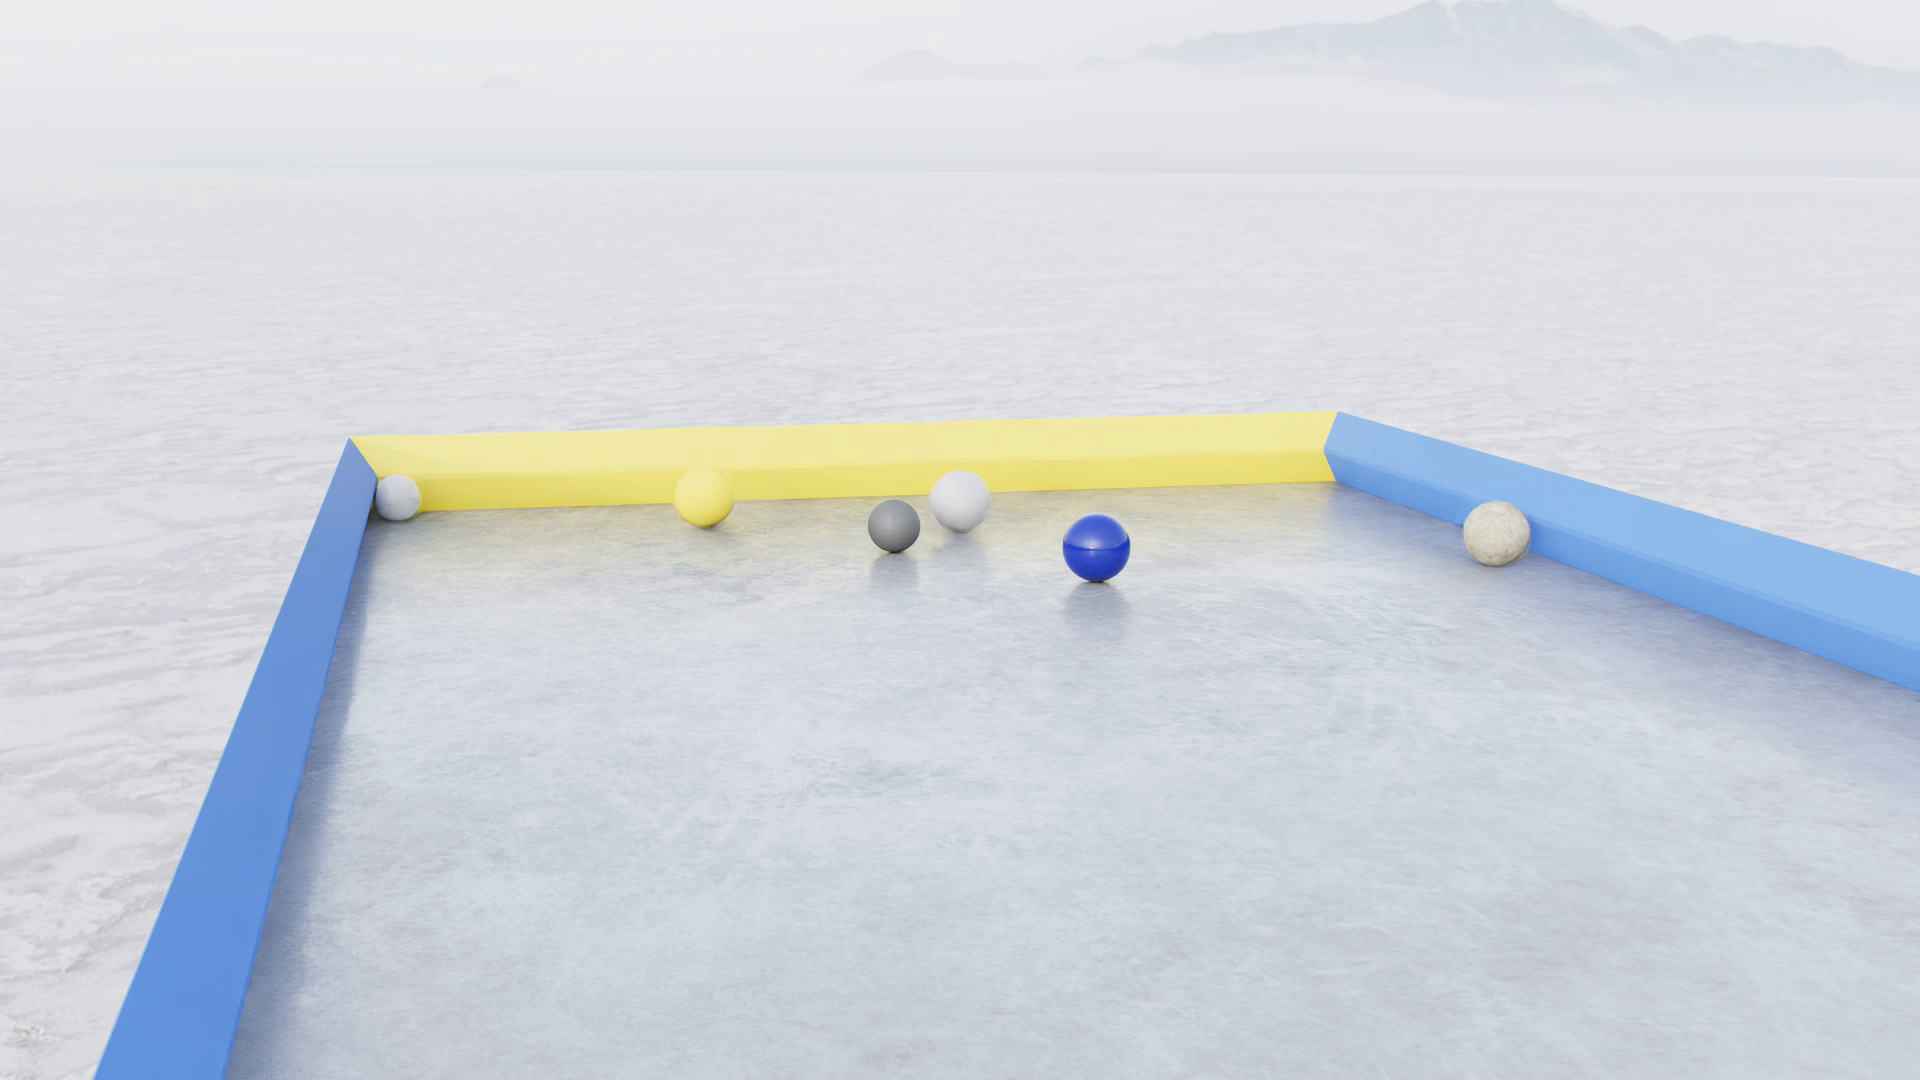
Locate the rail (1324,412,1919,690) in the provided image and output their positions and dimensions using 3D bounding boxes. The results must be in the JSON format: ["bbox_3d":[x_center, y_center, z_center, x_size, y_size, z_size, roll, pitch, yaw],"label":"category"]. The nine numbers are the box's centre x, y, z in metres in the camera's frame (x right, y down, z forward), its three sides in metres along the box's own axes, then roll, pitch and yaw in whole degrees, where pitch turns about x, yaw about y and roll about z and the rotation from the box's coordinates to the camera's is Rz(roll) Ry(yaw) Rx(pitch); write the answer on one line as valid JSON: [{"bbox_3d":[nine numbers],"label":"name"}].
[{"bbox_3d":[0.993,0.070,2.621,0.045,0.127,2.940,-2,10,-12],"label":"rail"}]

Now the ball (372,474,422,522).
[{"bbox_3d":[-0.916,-0.068,3.577,0.078,0.078,0.078,0,10,0],"label":"ball"}]

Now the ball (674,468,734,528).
[{"bbox_3d":[-0.411,-0.068,3.523,0.097,0.097,0.097,0,10,0],"label":"ball"}]

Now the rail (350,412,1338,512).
[{"bbox_3d":[-0.156,-0.137,3.827,1.752,0.127,0.045,-2,10,-12],"label":"rail"}]

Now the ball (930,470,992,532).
[{"bbox_3d":[0.001,-0.061,3.478,0.098,0.098,0.098,0,10,0],"label":"ball"}]

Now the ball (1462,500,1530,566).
[{"bbox_3d":[0.777,-0.010,3.185,0.095,0.095,0.095,0,10,0],"label":"ball"}]

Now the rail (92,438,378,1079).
[{"bbox_3d":[-0.671,0.134,2.252,0.045,0.127,2.940,-2,10,-12],"label":"rail"}]

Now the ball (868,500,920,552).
[{"bbox_3d":[-0.099,-0.021,3.300,0.079,0.079,0.079,0,10,0],"label":"ball"}]

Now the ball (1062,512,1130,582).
[{"bbox_3d":[0.190,0.010,3.067,0.096,0.096,0.096,0,10,0],"label":"ball"}]
